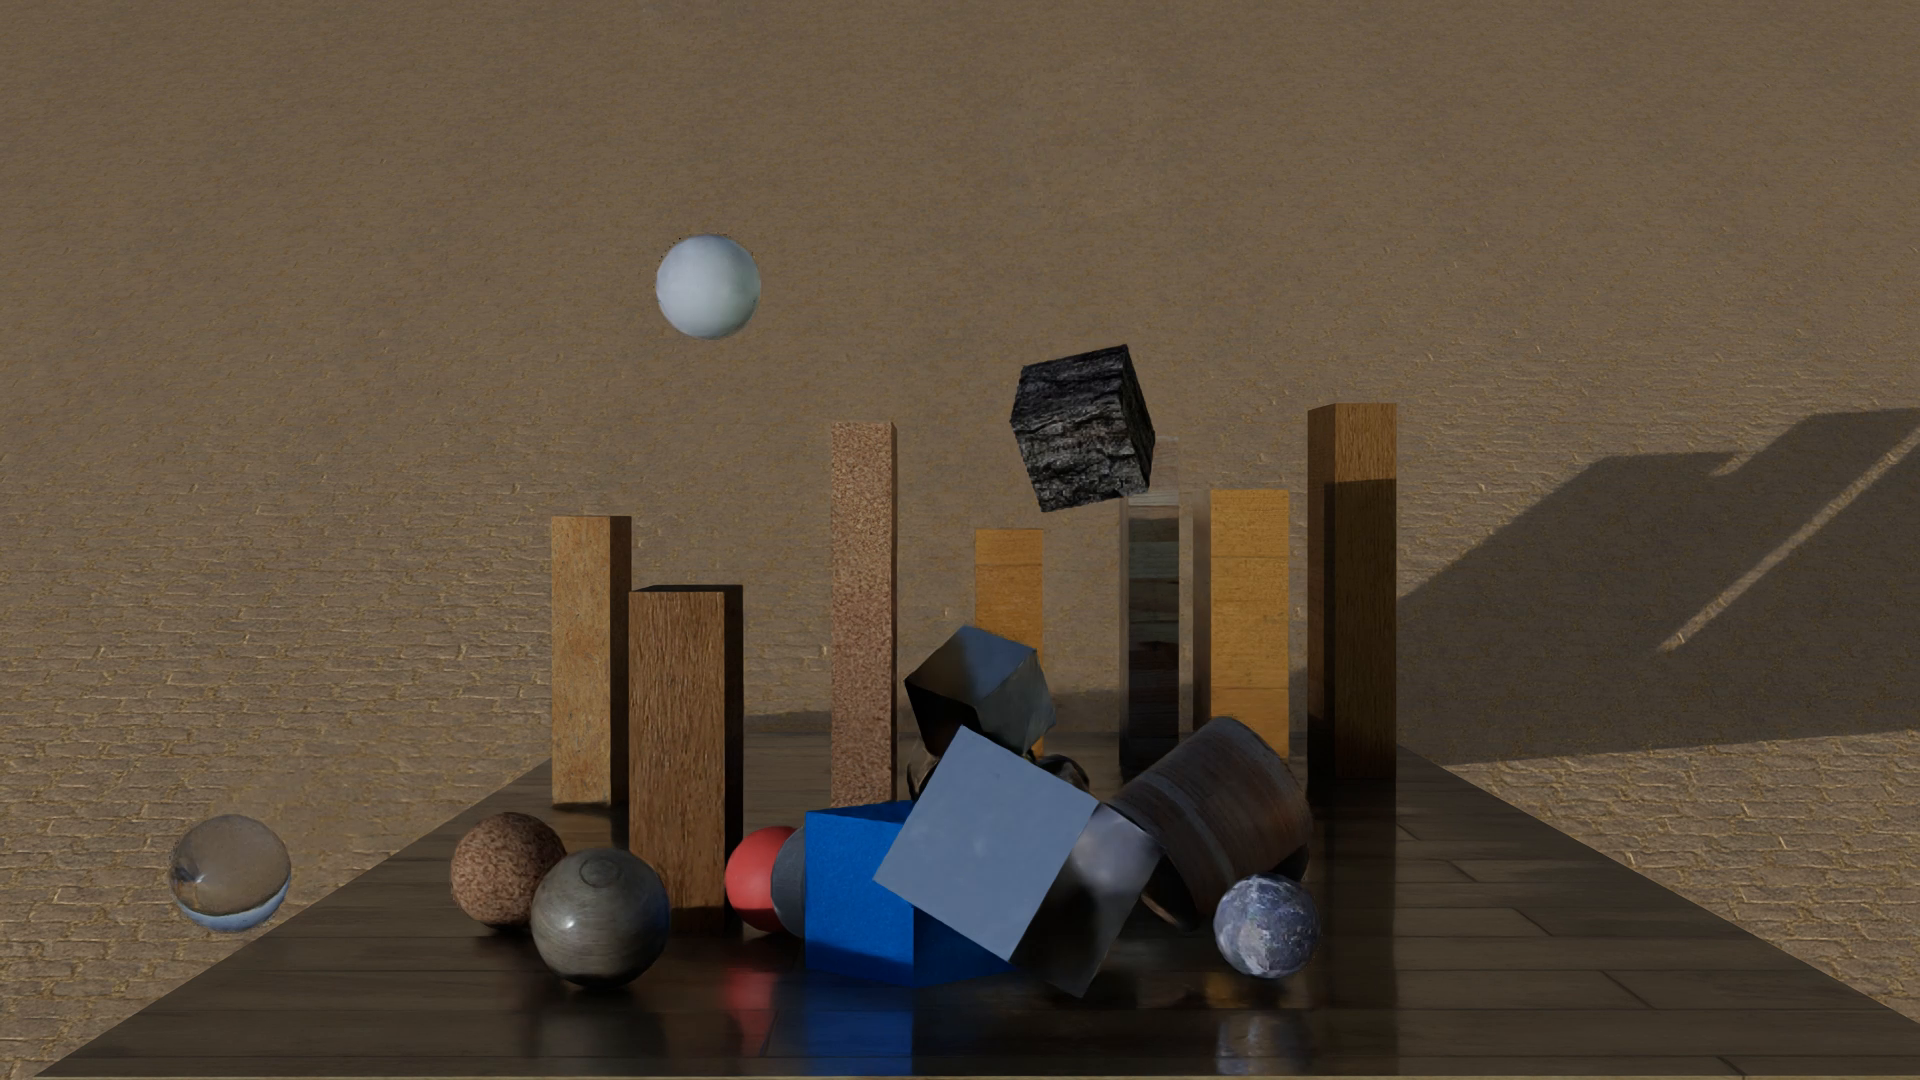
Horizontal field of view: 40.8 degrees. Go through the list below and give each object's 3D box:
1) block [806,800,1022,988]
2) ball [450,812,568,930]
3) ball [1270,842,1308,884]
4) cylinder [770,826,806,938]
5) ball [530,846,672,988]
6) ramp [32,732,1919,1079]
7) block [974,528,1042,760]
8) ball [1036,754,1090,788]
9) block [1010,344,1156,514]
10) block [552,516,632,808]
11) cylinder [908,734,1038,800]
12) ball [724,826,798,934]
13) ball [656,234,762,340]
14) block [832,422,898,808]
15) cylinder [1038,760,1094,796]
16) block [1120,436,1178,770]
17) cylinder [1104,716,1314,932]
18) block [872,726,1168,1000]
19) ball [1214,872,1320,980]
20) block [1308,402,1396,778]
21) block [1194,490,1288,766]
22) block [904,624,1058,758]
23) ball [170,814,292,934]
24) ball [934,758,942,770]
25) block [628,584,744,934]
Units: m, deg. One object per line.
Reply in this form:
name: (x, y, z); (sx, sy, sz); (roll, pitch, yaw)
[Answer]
block: (-0.055, 0.435, 3.216); (0.195, 0.195, 0.195); (-1, 1, -45)
ball: (-0.611, 0.450, 3.508); (0.159, 0.159, 0.159); (0, 28, 0)
ball: (0.434, 0.455, 3.751); (0.142, 0.142, 0.142); (0, 28, 0)
cylinder: (-0.138, 0.454, 3.380); (0.156, 0.156, 0.156); (1, 21, 45)
ball: (-0.429, 0.451, 3.086); (0.168, 0.168, 0.168); (0, 28, 0)
ramp: (0.063, 0.566, 4.605); (2.000, 0.100, 4.000); (0, 1, 0)
block: (0.100, 0.240, 5.493); (0.136, 0.529, 0.398); (0, 1, 0)
ball: (0.174, 0.453, 4.699); (0.123, 0.123, 0.123); (0, 28, 0)
block: (0.138, -0.124, 2.862); (0.121, 0.121, 0.121); (-11, 31, 16)
block: (-0.722, 0.231, 5.085); (0.111, 0.557, 0.327); (0, 1, 0)
cylinder: (0.025, 0.371, 3.824); (0.196, 0.196, 0.196); (-2, 11, -4)
ball: (-0.245, 0.458, 3.485); (0.144, 0.144, 0.144); (0, 28, 0)
ball: (-0.280, -0.282, 2.873); (0.117, 0.117, 0.117); (0, 28, 0)
block: (-0.133, 0.183, 3.653); (0.082, 0.689, 0.330); (0, 1, 0)
cylinder: (0.129, 0.415, 3.511); (0.164, 0.164, 0.164); (-32, 14, 9)
block: (0.422, 0.136, 5.786); (0.109, 0.729, 0.323); (0, 1, 0)
cylinder: (0.312, 0.361, 3.298); (0.197, 0.197, 0.197); (-35, 40, -19)
block: (0.071, 0.374, 2.991); (0.205, 0.205, 0.205); (26, -7, 33)
ball: (0.363, 0.457, 3.059); (0.126, 0.126, 0.126); (0, 28, 0)
block: (0.858, 0.105, 5.678); (0.130, 0.794, 0.429); (0, 1, 0)
block: (0.553, 0.205, 5.117); (0.149, 0.608, 0.368); (0, 1, 0)
block: (0.029, 0.223, 3.559); (0.132, 0.132, 0.132); (18, 47, 40)
ball: (-1.020, 0.466, 3.613); (0.165, 0.165, 0.165); (0, 28, 0)
ball: (0.020, 0.441, 4.877); (0.141, 0.141, 0.141); (0, 28, 0)
block: (-0.382, 0.298, 3.635); (0.129, 0.460, 0.310); (0, 1, 0)
